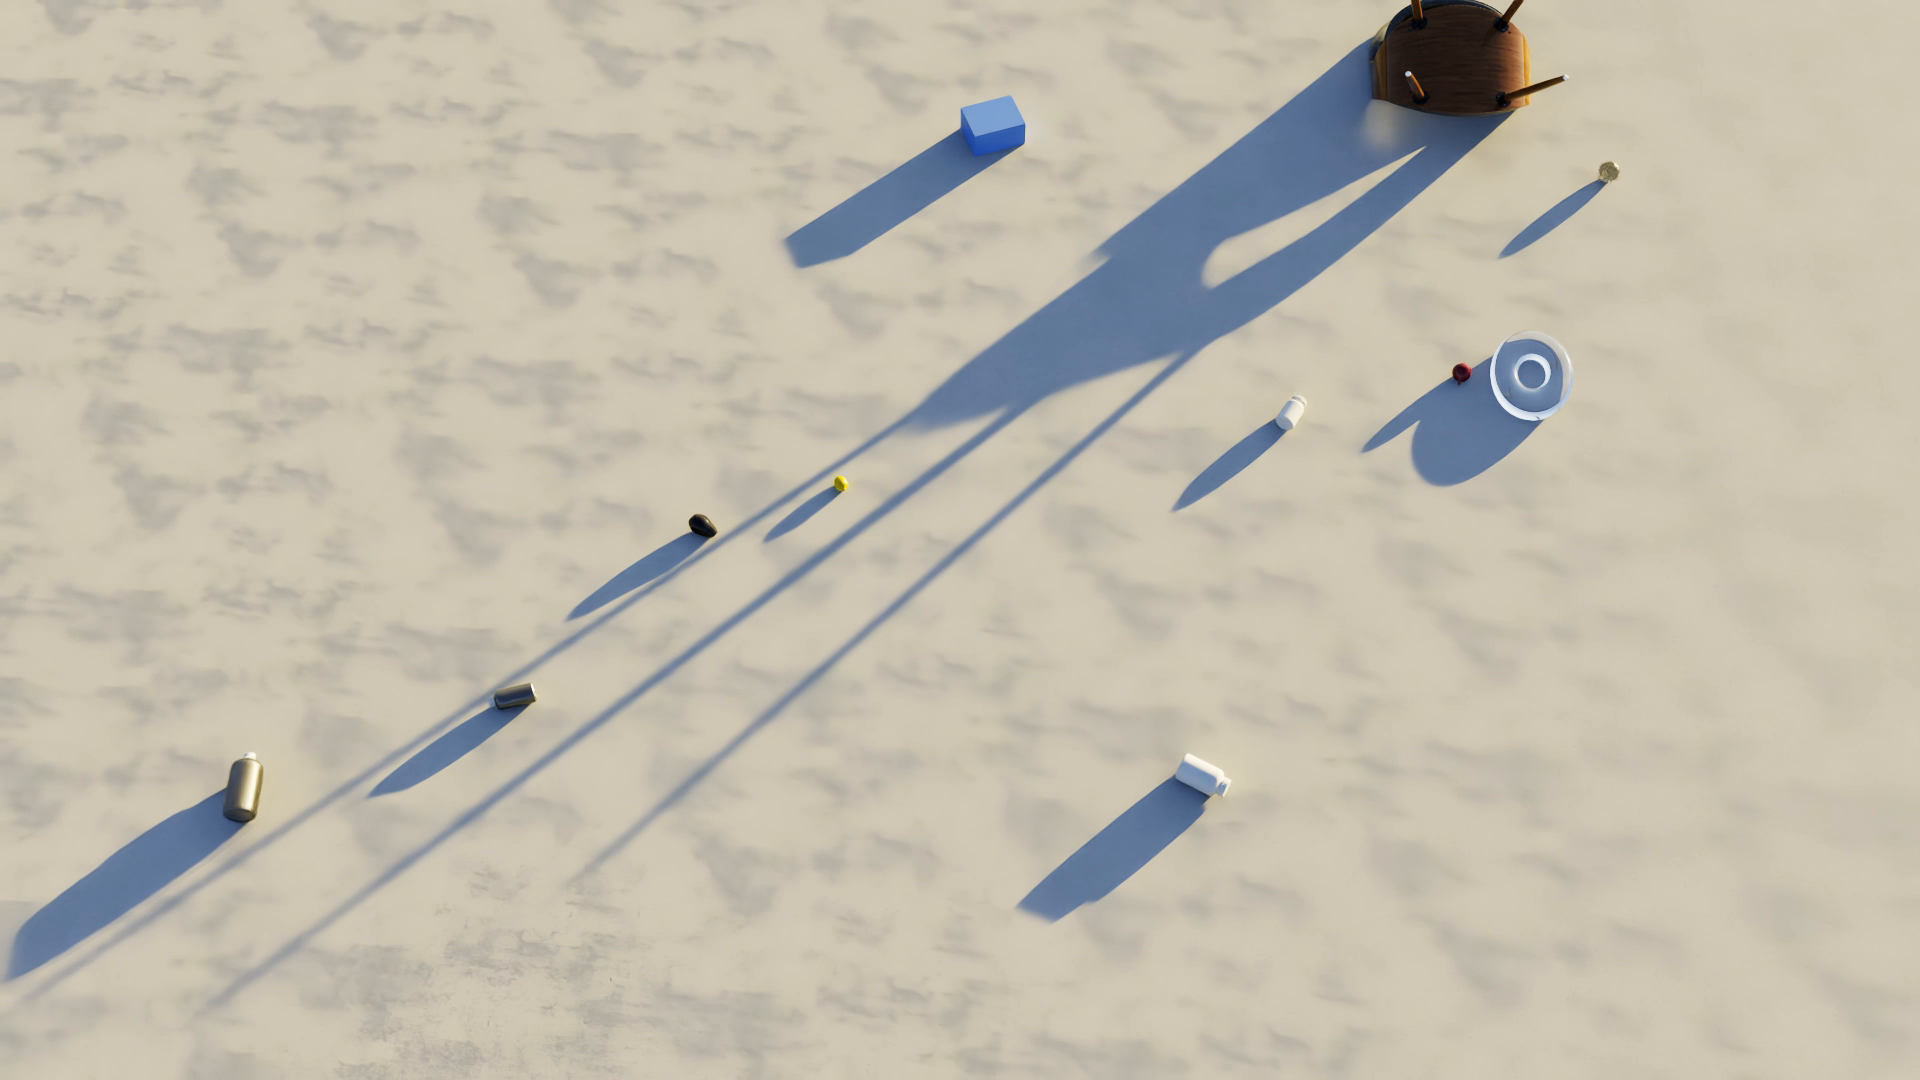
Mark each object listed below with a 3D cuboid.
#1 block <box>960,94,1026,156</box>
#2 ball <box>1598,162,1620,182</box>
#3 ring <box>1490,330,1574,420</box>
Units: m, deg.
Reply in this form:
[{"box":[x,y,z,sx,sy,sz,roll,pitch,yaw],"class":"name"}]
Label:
[{"box":[0.112,-1.405,7.459,0.181,0.096,0.143,-16,58,-11],"class":"block"},{"box":[2.173,-1.234,7.361,0.067,0.067,0.067,0,56,0],"class":"ball"},{"box":[1.792,-0.519,6.890,0.258,0.053,0.363,11,56,8],"class":"ring"}]
